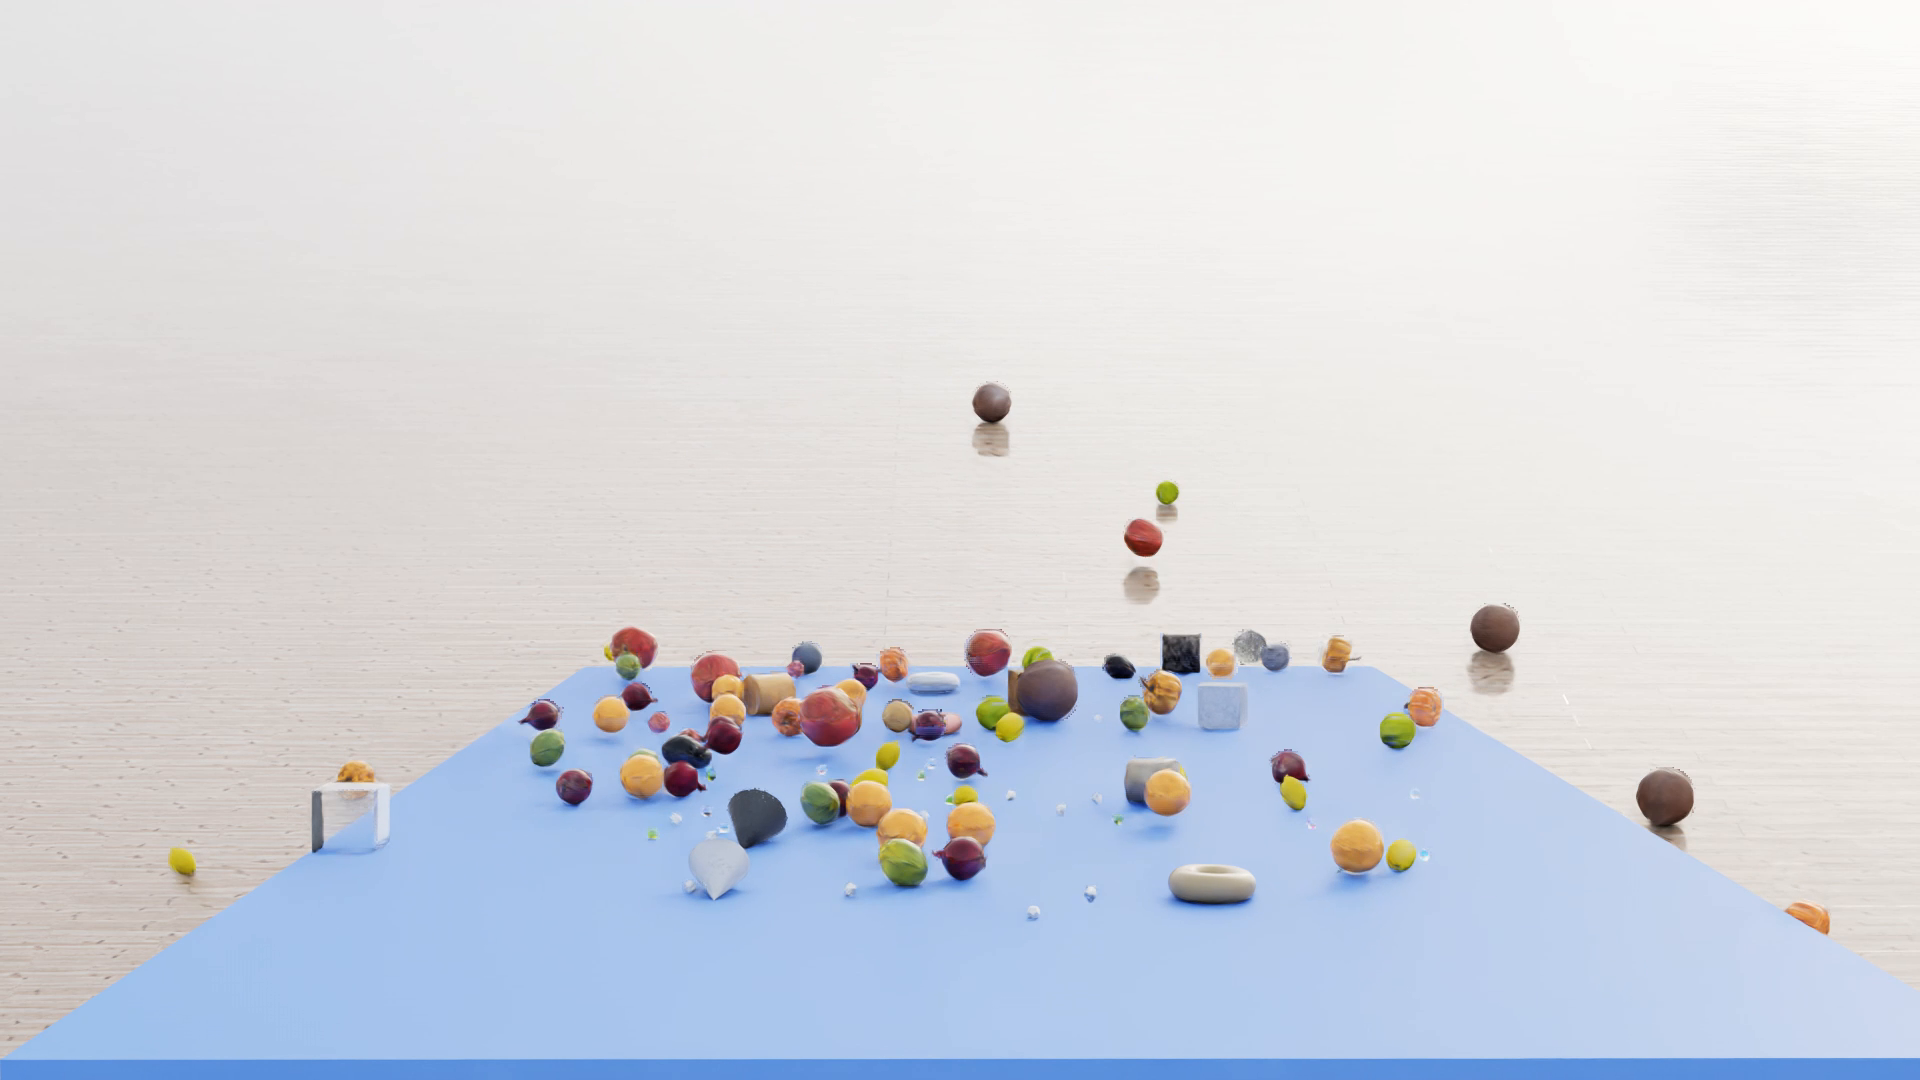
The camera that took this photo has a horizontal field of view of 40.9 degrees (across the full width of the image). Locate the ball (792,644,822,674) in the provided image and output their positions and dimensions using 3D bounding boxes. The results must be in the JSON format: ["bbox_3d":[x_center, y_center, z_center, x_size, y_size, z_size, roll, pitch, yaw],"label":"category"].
[{"bbox_3d":[-0.377,0.292,6.340,0.076,0.076,0.076,0,22,0],"label":"ball"}]

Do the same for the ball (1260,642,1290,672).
[{"bbox_3d":[0.783,0.292,6.392,0.071,0.071,0.071,0,22,0],"label":"ball"}]

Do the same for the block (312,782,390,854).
[{"bbox_3d":[-0.894,0.407,3.778,0.091,0.091,0.091,0,3,2],"label":"block"}]

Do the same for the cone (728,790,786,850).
[{"bbox_3d":[-0.311,0.431,3.793,0.091,0.091,0.091,4,30,10],"label":"cone"}]

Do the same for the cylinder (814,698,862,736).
[{"bbox_3d":[-0.243,0.352,5.125,0.071,0.071,0.071,-1,20,-33],"label":"cylinder"}]

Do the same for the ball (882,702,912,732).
[{"bbox_3d":[-0.124,0.351,5.114,0.061,0.061,0.061,0,22,0],"label":"ball"}]

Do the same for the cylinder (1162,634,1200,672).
[{"bbox_3d":[0.548,0.281,6.381,0.092,0.092,0.092,1,22,5],"label":"cylinder"}]

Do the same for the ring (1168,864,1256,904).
[{"bbox_3d":[0.331,0.452,3.382,0.116,0.039,0.116,1,2,0],"label":"ring"}]

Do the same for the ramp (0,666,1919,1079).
[{"bbox_3d":[0.051,0.466,4.534,2.000,0.100,4.000,0,3,0],"label":"ramp"}]

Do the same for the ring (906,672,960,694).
[{"bbox_3d":[-0.062,0.329,5.940,0.123,0.041,0.123,-1,2,0],"label":"ring"}]

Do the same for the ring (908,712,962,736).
[{"bbox_3d":[-0.053,0.368,5.147,0.112,0.037,0.112,-2,1,0],"label":"ring"}]

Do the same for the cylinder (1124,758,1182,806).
[{"bbox_3d":[0.315,0.394,4.203,0.074,0.074,0.074,1,21,21],"label":"cylinder"}]

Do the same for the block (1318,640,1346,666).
[{"bbox_3d":[0.969,0.293,6.695,0.064,0.064,0.064,-1,-1,0],"label":"block"}]

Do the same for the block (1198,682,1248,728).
[{"bbox_3d":[0.539,0.338,5.270,0.085,0.085,0.085,1,3,18],"label":"block"}]

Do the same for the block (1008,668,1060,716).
[{"bbox_3d":[0.158,0.325,5.496,0.090,0.090,0.090,-1,3,-11],"label":"block"}]

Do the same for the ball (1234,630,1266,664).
[{"bbox_3d":[0.755,0.279,6.697,0.087,0.087,0.087,0,22,0],"label":"ball"}]
